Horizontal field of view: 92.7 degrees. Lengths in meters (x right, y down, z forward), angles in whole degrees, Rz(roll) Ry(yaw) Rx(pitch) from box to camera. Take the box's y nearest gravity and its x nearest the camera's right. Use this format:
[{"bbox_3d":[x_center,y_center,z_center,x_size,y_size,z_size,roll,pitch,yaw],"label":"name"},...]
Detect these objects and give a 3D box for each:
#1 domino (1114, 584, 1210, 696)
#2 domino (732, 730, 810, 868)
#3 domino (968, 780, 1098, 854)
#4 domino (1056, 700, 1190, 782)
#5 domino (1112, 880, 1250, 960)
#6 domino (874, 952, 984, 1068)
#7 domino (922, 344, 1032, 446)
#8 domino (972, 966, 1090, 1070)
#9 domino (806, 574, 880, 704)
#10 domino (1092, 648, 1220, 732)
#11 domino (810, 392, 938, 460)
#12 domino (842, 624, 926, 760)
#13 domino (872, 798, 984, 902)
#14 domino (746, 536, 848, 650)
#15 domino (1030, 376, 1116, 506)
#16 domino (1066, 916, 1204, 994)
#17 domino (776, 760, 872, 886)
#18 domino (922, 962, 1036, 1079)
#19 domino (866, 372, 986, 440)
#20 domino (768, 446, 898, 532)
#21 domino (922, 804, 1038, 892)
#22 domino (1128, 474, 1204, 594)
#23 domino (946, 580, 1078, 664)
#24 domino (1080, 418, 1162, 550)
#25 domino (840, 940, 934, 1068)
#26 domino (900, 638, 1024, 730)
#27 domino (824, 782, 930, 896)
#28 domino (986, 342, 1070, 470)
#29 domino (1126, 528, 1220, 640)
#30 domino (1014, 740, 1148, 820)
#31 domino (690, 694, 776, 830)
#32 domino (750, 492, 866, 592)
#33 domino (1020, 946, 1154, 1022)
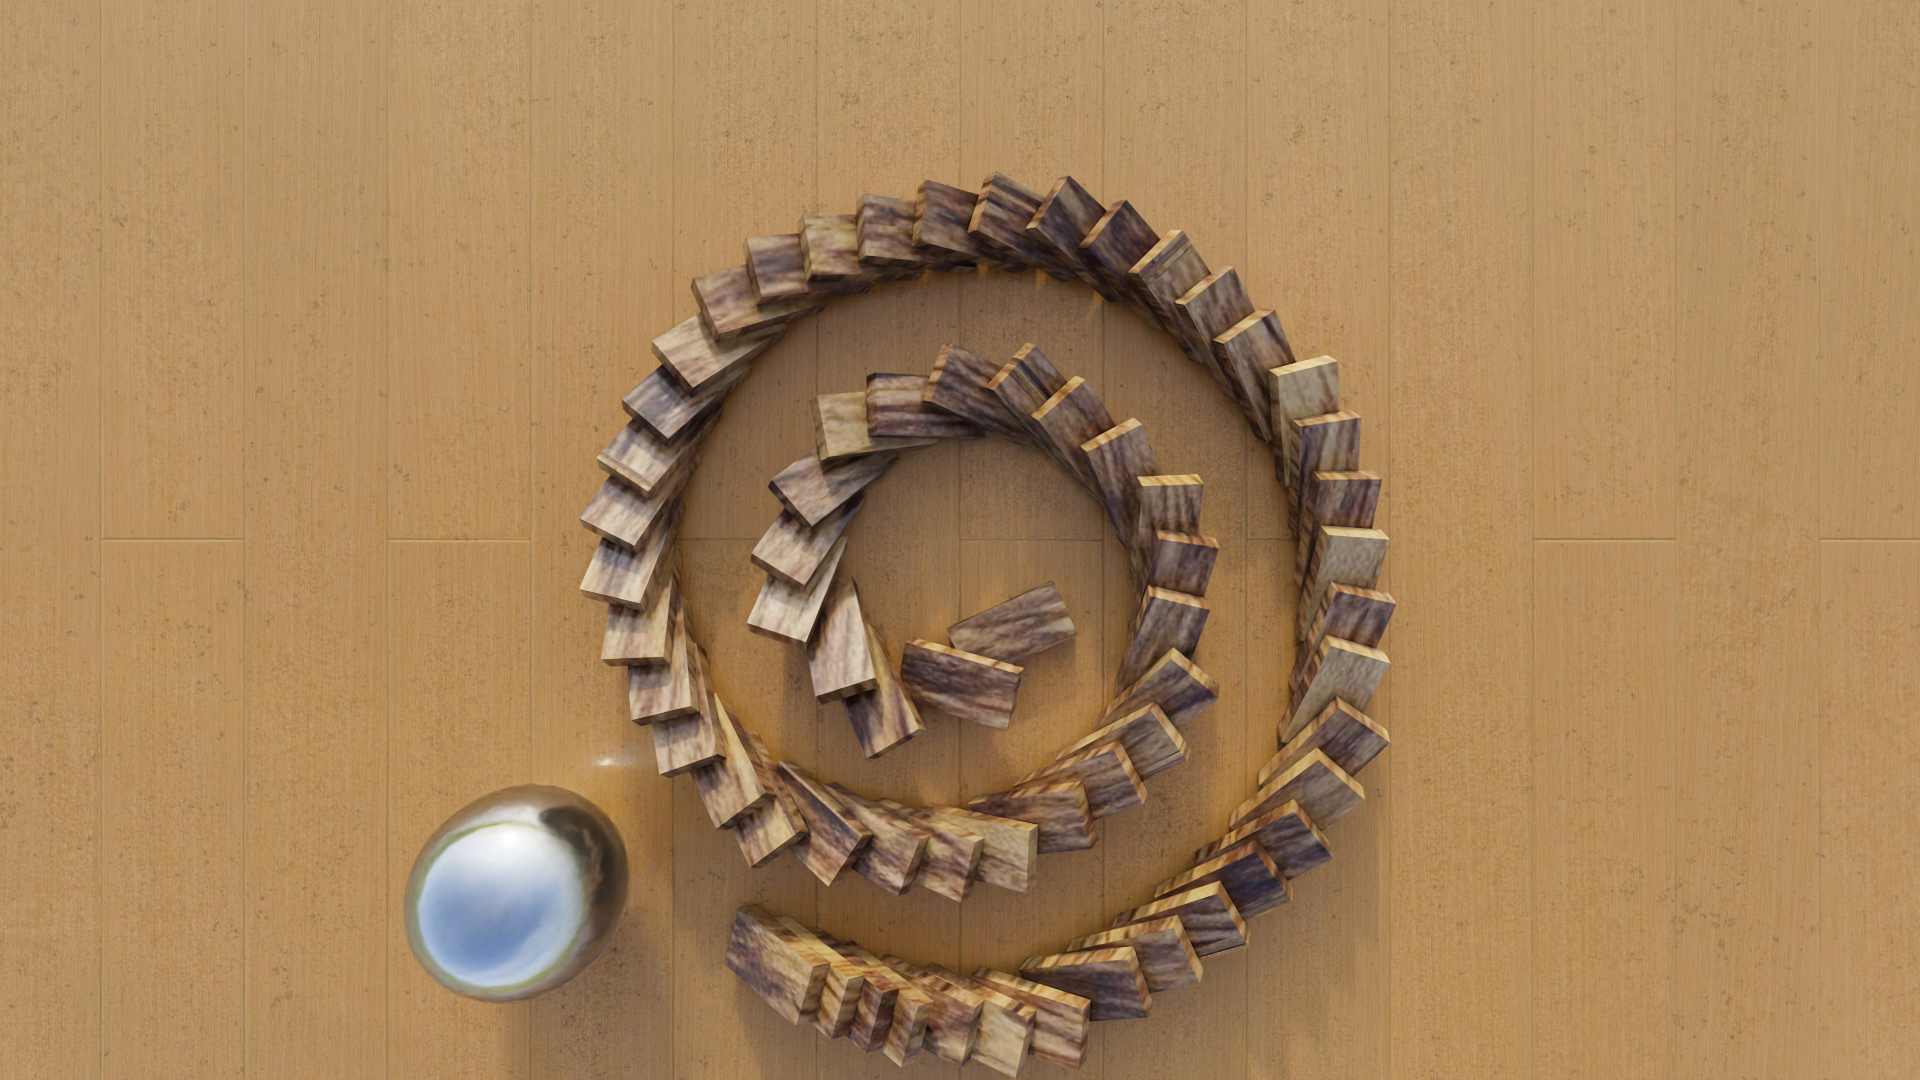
[{"bbox_3d":[0.084,0.045,0.385,0.025,0.010,0.050,13,116,0],"label":"domino"},{"bbox_3d":[-0.086,0.108,0.384,0.025,0.009,0.050,-36,63,1],"label":"domino"},{"bbox_3d":[0.030,0.118,0.385,0.050,0.010,0.025,-16,90,27],"label":"domino"},{"bbox_3d":[0.068,0.090,0.384,0.050,0.010,0.025,-35,91,28],"label":"domino"},{"bbox_3d":[0.092,0.164,0.385,0.050,0.010,0.025,-30,90,25],"label":"domino"},{"bbox_3d":[-0.017,0.196,0.385,0.050,0.010,0.025,13,90,26],"label":"domino"},{"bbox_3d":[0.011,-0.060,0.384,0.050,0.009,0.025,21,90,-28],"label":"domino"},{"bbox_3d":[0.029,0.200,0.385,0.050,0.009,0.025,5,90,26],"label":"domino"},{"bbox_3d":[-0.051,0.041,0.383,0.025,0.010,0.050,-18,58,0],"label":"domino"},{"bbox_3d":[0.081,0.070,0.383,0.025,0.009,0.050,39,119,-2],"label":"domino"},{"bbox_3d":[-0.036,-0.049,0.384,0.050,0.010,0.025,-11,89,-29],"label":"domino"},{"bbox_3d":[-0.037,0.063,0.385,0.025,0.010,0.050,-31,68,6],"label":"domino"},{"bbox_3d":[-0.017,0.129,0.385,0.050,0.010,0.025,14,90,26],"label":"domino"},{"bbox_3d":[-0.067,0.018,0.384,0.025,0.009,0.050,18,62,1],"label":"domino"},{"bbox_3d":[0.054,-0.041,0.385,0.025,0.009,0.050,-41,116,0],"label":"domino"},{"bbox_3d":[0.073,0.177,0.385,0.050,0.010,0.025,-25,90,25],"label":"domino"},{"bbox_3d":[-0.063,0.118,0.385,0.050,0.009,0.025,34,90,26],"label":"domino"},{"bbox_3d":[0.005,0.201,0.385,0.050,0.009,0.025,13,90,26],"label":"domino"},{"bbox_3d":[-0.014,-0.055,0.384,0.050,0.009,0.025,-2,90,-29],"label":"domino"},{"bbox_3d":[-0.053,-0.028,0.385,0.050,0.009,0.025,-41,90,-26],"label":"domino"},{"bbox_3d":[0.007,0.128,0.384,0.050,0.010,0.025,3,91,27],"label":"domino"},{"bbox_3d":[0.086,-0.002,0.384,0.025,0.009,0.050,-2,117,-2],"label":"domino"},{"bbox_3d":[0.022,0.039,0.395,0.050,0.009,0.025,-24,90,0],"label":"domino"},{"bbox_3d":[0.072,-0.023,0.385,0.025,0.009,0.050,-27,116,0],"label":"domino"},{"bbox_3d":[-0.035,0.191,0.380,0.050,0.010,0.025,16,90,40],"label":"domino"},{"bbox_3d":[-0.001,0.060,0.387,0.050,0.009,0.025,14,101,14],"label":"domino"},{"bbox_3d":[-0.040,0.125,0.385,0.050,0.009,0.025,21,90,26],"label":"domino"},{"bbox_3d":[0.037,-0.055,0.384,0.025,0.010,0.050,-47,117,-1],"label":"domino"},{"bbox_3d":[0.089,0.021,0.384,0.025,0.010,0.050,9,117,-2],"label":"domino"},{"bbox_3d":[0.050,0.105,0.384,0.050,0.009,0.025,-28,90,27],"label":"domino"},{"bbox_3d":[-0.100,0.092,0.384,0.025,0.009,0.050,-36,63,1],"label":"domino"},{"bbox_3d":[-0.063,-0.005,0.384,0.025,0.010,0.050,31,62,0],"label":"domino"},{"bbox_3d":[0.052,0.187,0.385,0.050,0.010,0.025,-19,90,26],"label":"domino"}]
